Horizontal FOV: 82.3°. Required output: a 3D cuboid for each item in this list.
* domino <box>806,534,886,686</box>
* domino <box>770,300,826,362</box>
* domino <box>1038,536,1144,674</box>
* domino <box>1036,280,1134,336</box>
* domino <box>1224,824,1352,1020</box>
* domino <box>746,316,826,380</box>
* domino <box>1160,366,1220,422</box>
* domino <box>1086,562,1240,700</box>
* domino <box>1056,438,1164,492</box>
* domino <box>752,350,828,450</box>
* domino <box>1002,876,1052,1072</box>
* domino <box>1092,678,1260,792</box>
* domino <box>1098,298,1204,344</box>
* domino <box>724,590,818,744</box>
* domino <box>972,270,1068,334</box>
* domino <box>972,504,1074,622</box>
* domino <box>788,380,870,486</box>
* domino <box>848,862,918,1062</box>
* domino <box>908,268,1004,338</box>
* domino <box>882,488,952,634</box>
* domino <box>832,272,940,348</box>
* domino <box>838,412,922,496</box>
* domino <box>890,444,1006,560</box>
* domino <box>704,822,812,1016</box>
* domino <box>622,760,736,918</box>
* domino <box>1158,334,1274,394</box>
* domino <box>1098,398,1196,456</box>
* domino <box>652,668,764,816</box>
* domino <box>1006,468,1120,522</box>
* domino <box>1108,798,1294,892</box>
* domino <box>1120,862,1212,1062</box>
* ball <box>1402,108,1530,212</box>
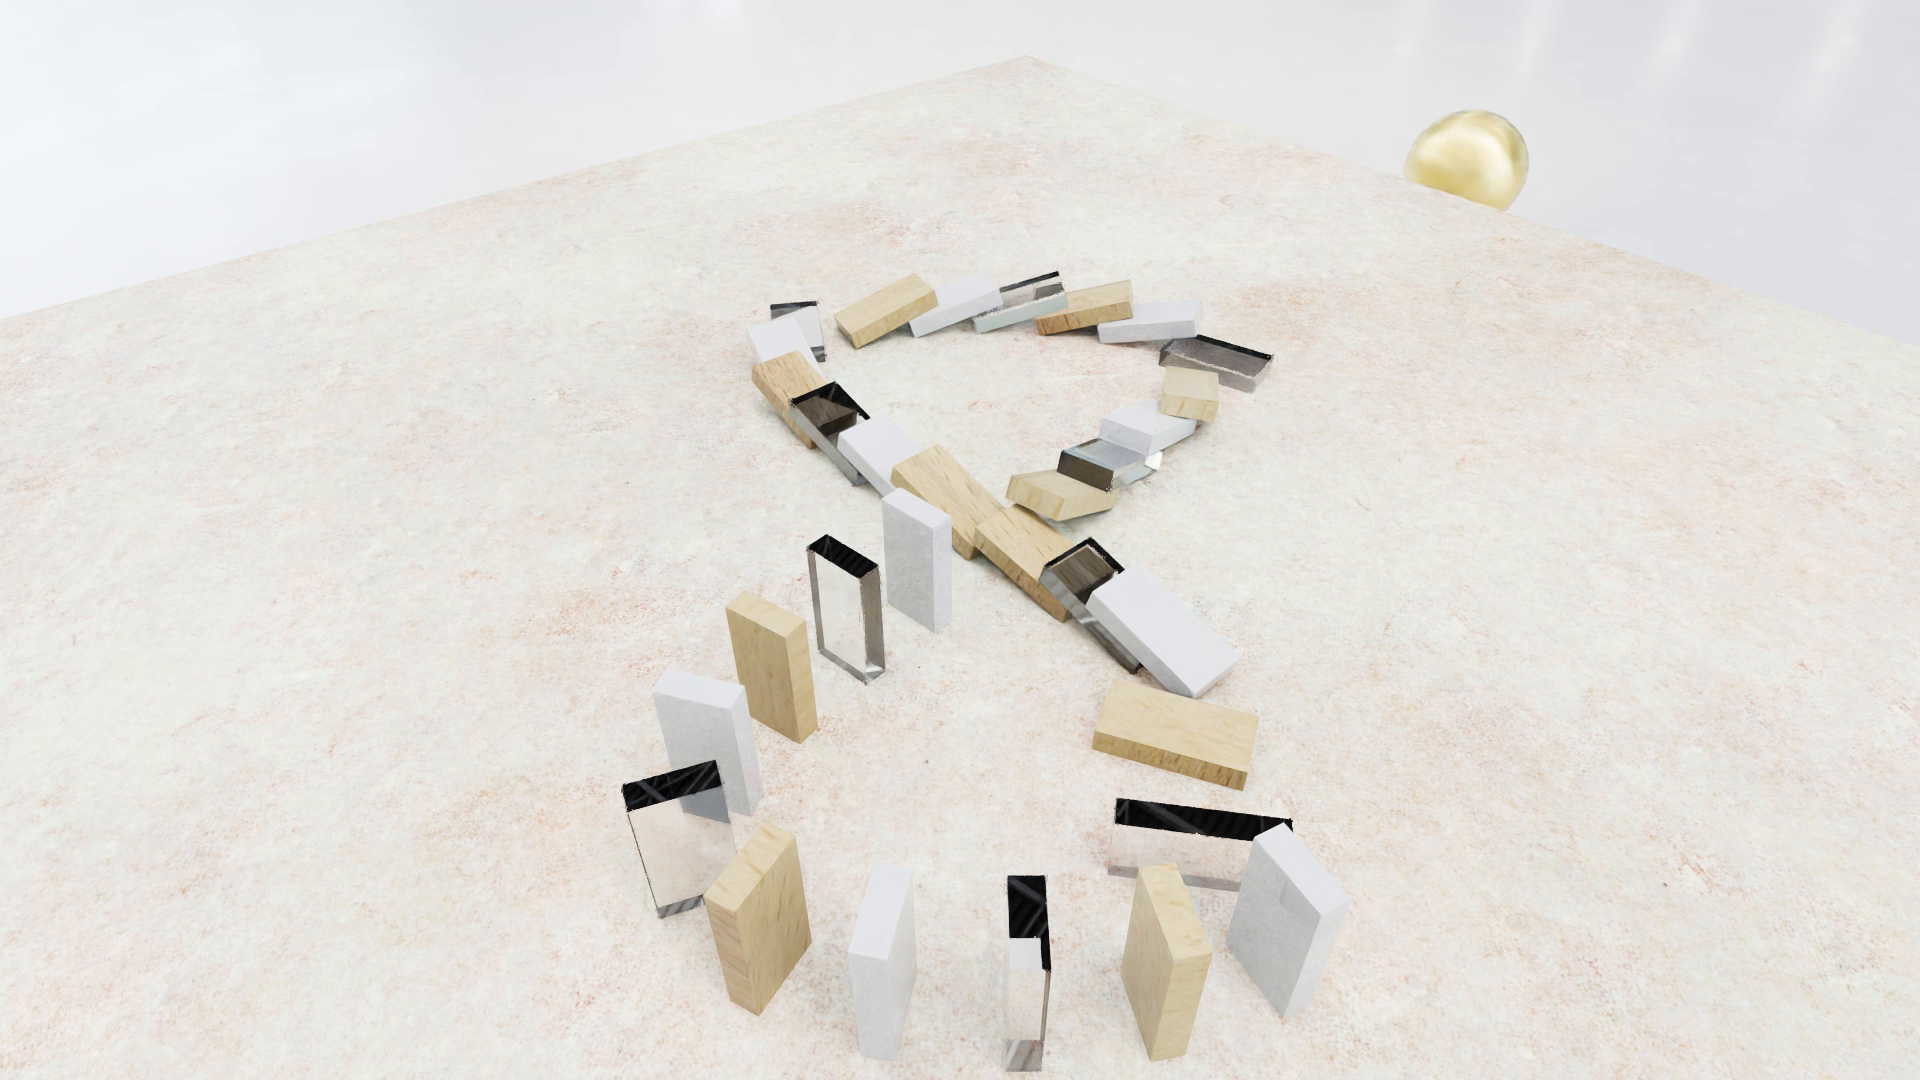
[{"bbox_3d":[-0.039,0.025,0.381,0.025,0.050,0.010,29,47,31],"label":"domino"},{"bbox_3d":[-0.085,-0.109,0.576,0.025,0.009,0.050,-7,40,-8],"label":"domino"},{"bbox_3d":[0.055,0.023,0.405,0.025,0.010,0.050,-29,63,-31],"label":"domino"},{"bbox_3d":[0.066,-0.123,0.583,0.050,0.010,0.025,-8,37,16],"label":"domino"},{"bbox_3d":[0.085,0.101,0.289,0.009,0.050,0.025,-18,43,-21],"label":"domino"},{"bbox_3d":[-0.085,-0.087,0.540,0.025,0.010,0.050,-16,57,-19],"label":"domino"},{"bbox_3d":[0.108,-0.069,0.517,0.025,0.009,0.050,10,25,8],"label":"domino"},{"bbox_3d":[0.071,0.033,0.388,0.025,0.010,0.050,-30,63,-31],"label":"domino"},{"bbox_3d":[0.065,-0.034,0.473,0.025,0.010,0.050,24,26,27],"label":"domino"},{"bbox_3d":[-0.073,-0.066,0.513,0.025,0.009,0.050,-27,63,-29],"label":"domino"},{"bbox_3d":[0.016,0.110,0.277,0.010,0.050,0.025,0,39,0],"label":"domino"},{"bbox_3d":[0.072,0.064,0.365,0.050,0.010,0.025,13,41,16],"label":"domino"},{"bbox_3d":[0.100,-0.114,0.573,0.050,0.010,0.025,0,37,24],"label":"domino"},{"bbox_3d":[-0.061,0.042,0.360,0.025,0.050,0.010,23,45,26],"label":"domino"},{"bbox_3d":[0.031,-0.127,0.588,0.050,0.009,0.025,-15,39,8],"label":"domino"},{"bbox_3d":[0.031,0.008,0.427,0.025,0.010,0.050,-31,59,-32],"label":"domino"},{"bbox_3d":[-0.051,-0.048,0.492,0.025,0.010,0.050,-29,64,-31],"label":"domino"},{"bbox_3d":[-0.019,0.108,0.280,0.009,0.050,0.025,7,40,9],"label":"domino"},{"bbox_3d":[-0.005,-0.127,0.587,0.050,0.009,0.025,-21,41,0],"label":"domino"},{"bbox_3d":[-0.015,0.008,0.402,0.025,0.050,0.009,30,48,31],"label":"domino"},{"bbox_3d":[-0.039,-0.122,0.581,0.050,0.009,0.025,-30,44,-10],"label":"domino"},{"bbox_3d":[-0.027,-0.032,0.472,0.025,0.009,0.050,-30,64,-31],"label":"domino"},{"bbox_3d":[-0.003,-0.016,0.453,0.025,0.010,0.050,-30,64,-32],"label":"domino"},{"bbox_3d":[-0.052,0.100,0.289,0.009,0.050,0.025,19,43,22],"label":"domino"},{"bbox_3d":[-0.077,0.085,0.308,0.025,0.050,0.010,-13,41,-16],"label":"domino"},{"bbox_3d":[0.129,-0.090,0.554,0.050,0.010,0.025,23,44,25],"label":"domino"},{"bbox_3d":[0.085,-0.052,0.495,0.025,0.010,0.050,24,28,27],"label":"domino"},{"bbox_3d":[-0.076,0.062,0.335,0.025,0.050,0.010,10,40,12],"label":"domino"},{"bbox_3d":[0.043,-0.020,0.451,0.025,0.009,0.050,26,21,28],"label":"domino"},{"bbox_3d":[0.069,0.090,0.321,0.050,0.025,0.009,6,40,7],"label":"domino"},{"bbox_3d":[0.052,0.108,0.280,0.009,0.050,0.025,-8,40,-9],"label":"domino"},{"bbox_3d":[0.351,-0.257,0.765,0.080,0.080,0.080,0,39,0],"label":"ball"}]
